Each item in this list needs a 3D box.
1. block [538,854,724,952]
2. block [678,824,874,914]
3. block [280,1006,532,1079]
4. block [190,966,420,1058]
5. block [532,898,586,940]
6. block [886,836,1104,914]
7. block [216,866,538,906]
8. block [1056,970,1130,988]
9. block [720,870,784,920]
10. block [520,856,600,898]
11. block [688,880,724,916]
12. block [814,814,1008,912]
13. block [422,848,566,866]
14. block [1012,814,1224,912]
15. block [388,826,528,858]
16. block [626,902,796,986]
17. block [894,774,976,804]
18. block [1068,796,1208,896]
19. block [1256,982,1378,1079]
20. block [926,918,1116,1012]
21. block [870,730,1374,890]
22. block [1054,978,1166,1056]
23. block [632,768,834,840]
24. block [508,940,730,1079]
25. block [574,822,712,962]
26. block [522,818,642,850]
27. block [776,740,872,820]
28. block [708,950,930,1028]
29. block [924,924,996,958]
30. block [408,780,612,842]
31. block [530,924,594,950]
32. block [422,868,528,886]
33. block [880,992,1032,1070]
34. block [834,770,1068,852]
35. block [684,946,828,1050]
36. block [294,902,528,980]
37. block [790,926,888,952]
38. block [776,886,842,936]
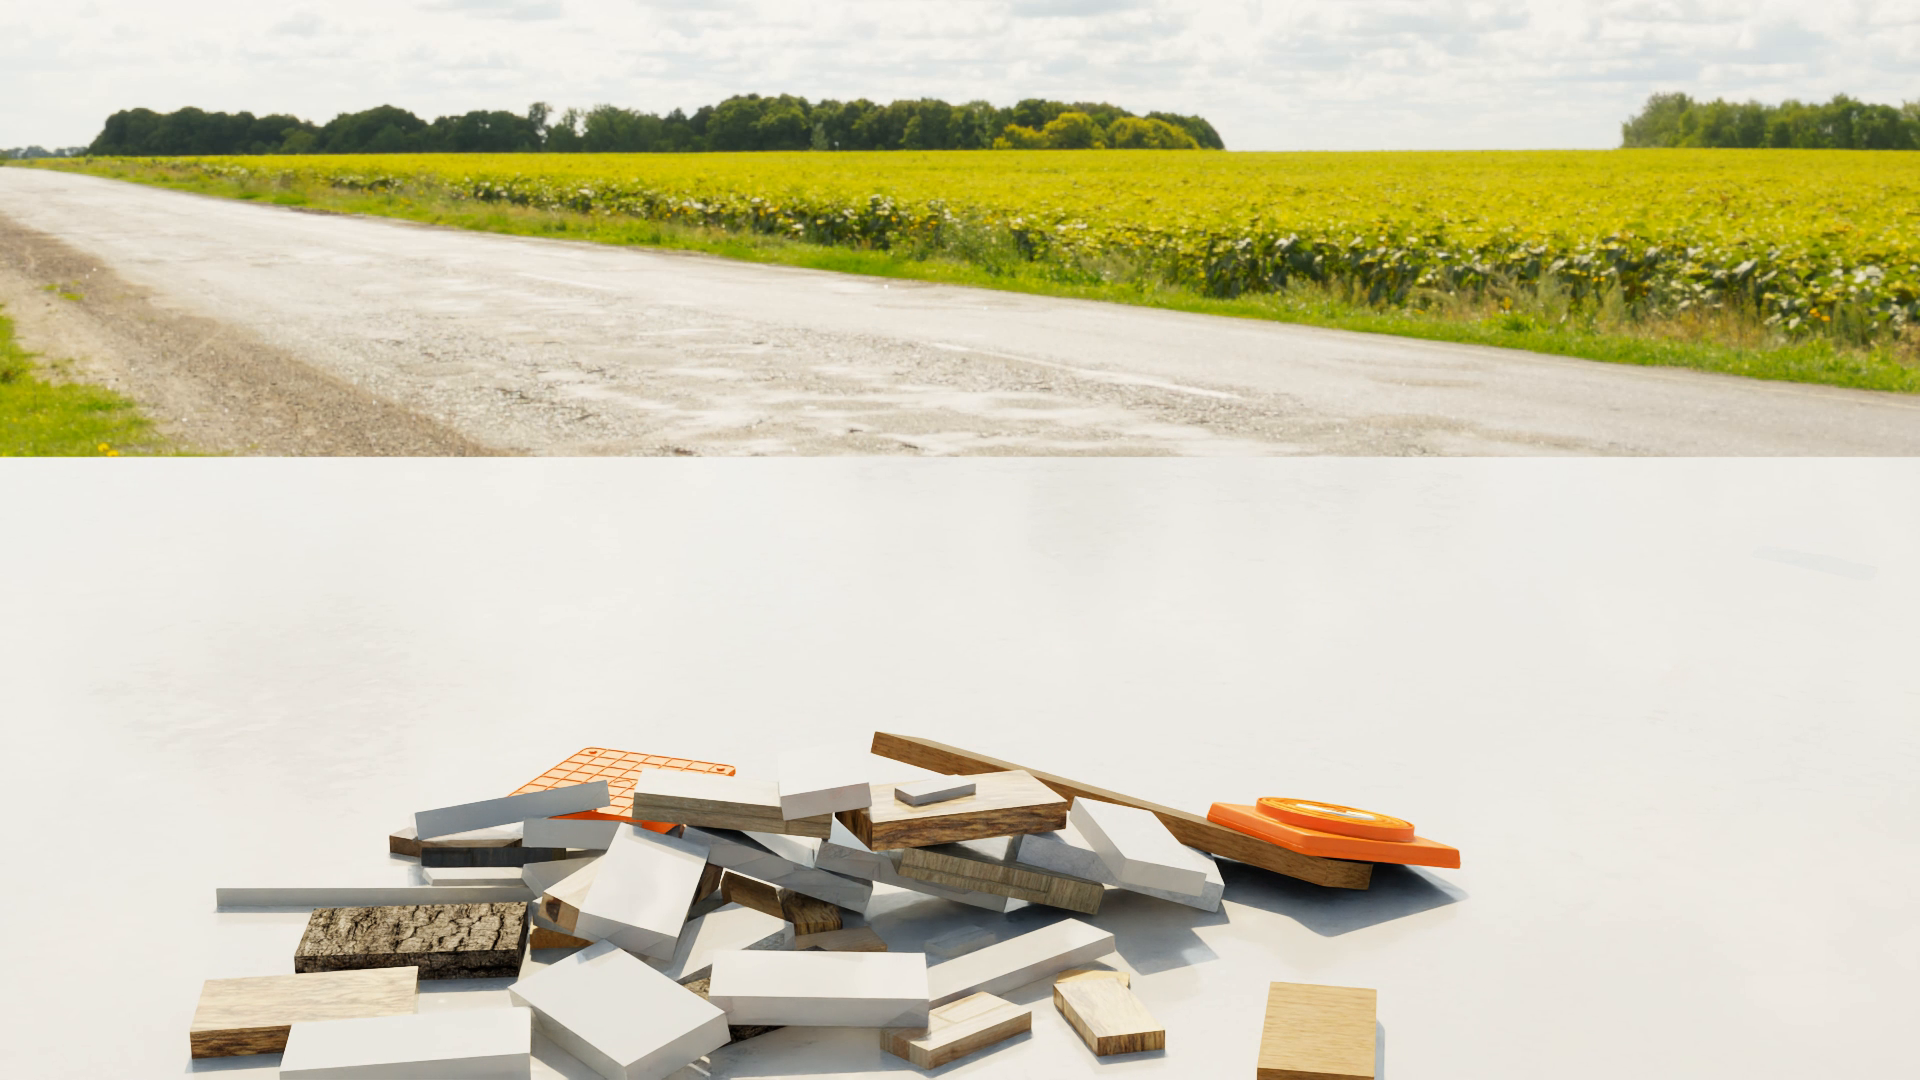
[{"bbox_3d":[-0.508,0.545,3.427,0.148,0.042,0.296,22,20,18],"label":"block"},{"bbox_3d":[-0.303,0.518,3.607,0.319,0.045,0.159,19,6,-7],"label":"block"},{"bbox_3d":[-0.745,0.695,2.978,0.321,0.046,0.161,-2,11,-10],"label":"block"},{"bbox_3d":[-0.920,0.665,3.104,0.296,0.042,0.148,-2,17,-10],"label":"block"},{"bbox_3d":[-0.537,0.569,3.521,0.141,0.040,0.283,8,13,28],"label":"block"},{"bbox_3d":[0.051,0.527,3.590,0.338,0.048,0.169,13,9,-14],"label":"block"},{"bbox_3d":[-0.957,0.576,3.661,0.526,0.031,0.110,0,11,0],"label":"block"},{"bbox_3d":[0.198,0.657,3.269,0.104,0.015,0.052,1,11,7],"label":"block"},{"bbox_3d":[-0.335,0.585,3.540,0.088,0.025,0.175,21,6,-13],"label":"block"},{"bbox_3d":[-0.624,0.561,3.624,0.176,0.025,0.088,0,27,-41],"label":"block"},{"bbox_3d":[-0.464,0.591,3.595,0.176,0.025,0.088,-3,11,-17],"label":"block"},{"bbox_3d":[-0.081,0.531,3.636,0.319,0.045,0.159,15,9,-6],"label":"block"},{"bbox_3d":[-0.786,0.535,3.714,0.220,0.031,0.110,0,-8,2],"label":"block"},{"bbox_3d":[0.259,0.525,3.645,0.338,0.048,0.169,15,10,-4],"label":"block"},{"bbox_3d":[-0.884,0.535,3.878,0.220,0.031,0.110,5,12,26],"label":"block"},{"bbox_3d":[-0.398,0.625,3.289,0.141,0.040,0.283,10,20,42],"label":"block"},{"bbox_3d":[-0.040,0.405,3.573,0.127,0.015,0.052,-7,15,-37],"label":"block"},{"bbox_3d":[0.286,0.497,3.583,0.140,0.040,0.281,13,10,-17],"label":"block"},{"bbox_3d":[0.493,0.688,3.021,0.152,0.043,0.303,2,11,11],"label":"block"},{"bbox_3d":[0.049,0.640,3.268,0.400,0.028,0.099,-11,14,-38],"label":"block"},{"bbox_3d":[0.260,0.476,3.952,1.010,0.043,0.152,11,-2,40],"label":"block"},{"bbox_3d":[0.210,0.676,3.127,0.099,0.028,0.199,-3,11,-15],"label":"block"},{"bbox_3d":[-0.368,0.429,3.594,0.319,0.045,0.159,6,8,-4],"label":"block"},{"bbox_3d":[-0.477,0.658,3.058,0.161,0.046,0.321,-23,24,-34],"label":"block"},{"bbox_3d":[-0.480,0.533,3.354,0.148,0.042,0.296,15,19,-2],"label":"block"},{"bbox_3d":[-0.637,0.499,3.735,0.163,0.046,0.327,2,-8,-3],"label":"block"},{"bbox_3d":[-0.223,0.388,3.577,0.140,0.040,0.281,-9,9,-4],"label":"block"},{"bbox_3d":[-0.199,0.633,3.110,0.303,0.043,0.152,2,13,-4],"label":"block"},{"bbox_3d":[-0.001,0.626,3.432,0.104,0.015,0.052,-10,15,-43],"label":"block"},{"bbox_3d":[-0.782,0.470,3.817,0.327,0.046,0.163,-8,-6,-18],"label":"block"},{"bbox_3d":[-0.587,0.614,3.472,0.176,0.025,0.088,-1,11,-8],"label":"block"},{"bbox_3d":[-0.733,0.553,3.616,0.293,0.013,0.046,5,12,-33],"label":"block"},{"bbox_3d":[-0.005,0.685,3.079,0.199,0.028,0.099,-10,14,-43],"label":"block"},{"bbox_3d":[-0.015,0.438,3.576,0.338,0.048,0.169,-3,13,-23],"label":"block"},{"bbox_3d":[-0.278,0.659,3.186,0.284,0.040,0.141,-9,14,-40],"label":"block"},{"bbox_3d":[-0.834,0.615,3.364,0.327,0.046,0.163,-1,16,-5],"label":"block"},{"bbox_3d":[-0.209,0.631,3.381,0.176,0.025,0.088,-4,11,-21],"label":"block"},{"bbox_3d":[-0.245,0.599,3.552,0.088,0.025,0.176,-2,11,-11],"label":"block"}]
